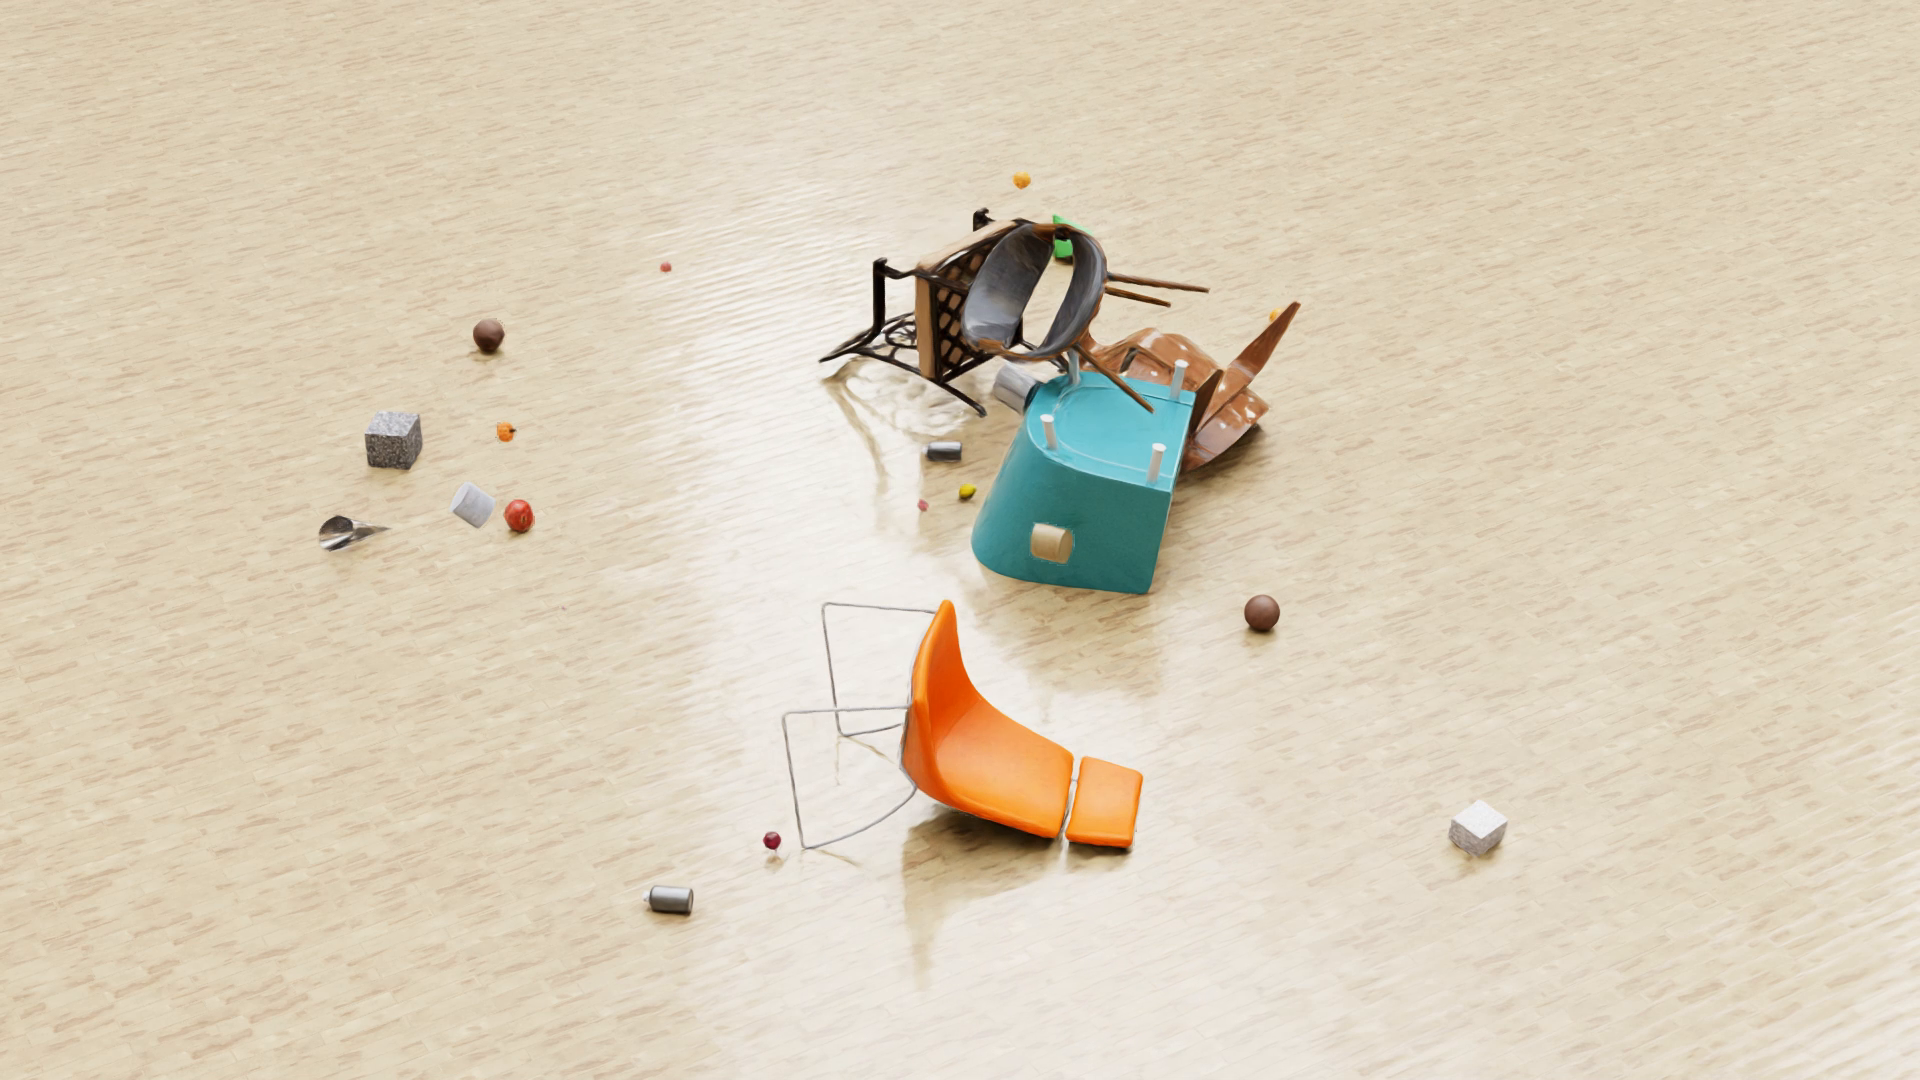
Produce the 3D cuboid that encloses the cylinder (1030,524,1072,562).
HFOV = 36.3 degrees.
[{"bbox_3d":[0.326,0.012,10.464,0.119,0.128,0.095,9,30,29],"label":"cylinder"}]

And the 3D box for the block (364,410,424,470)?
[{"bbox_3d":[-2.201,-0.388,11.396,0.167,0.151,0.170,5,34,7],"label":"block"}]

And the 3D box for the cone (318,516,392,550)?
[{"bbox_3d":[-2.217,-0.034,10.922,0.254,0.123,0.243,-7,-6,-45],"label":"cone"}]

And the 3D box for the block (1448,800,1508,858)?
[{"bbox_3d":[1.667,0.929,9.441,0.141,0.088,0.119,-28,50,-35],"label":"block"}]

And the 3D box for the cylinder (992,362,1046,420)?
[{"bbox_3d":[0.224,-0.564,11.085,0.107,0.159,0.174,-10,34,-43],"label":"cylinder"}]

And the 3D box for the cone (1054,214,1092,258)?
[{"bbox_3d":[0.450,-1.357,12.769,0.198,0.170,0.213,-37,22,-5],"label":"cone"}]

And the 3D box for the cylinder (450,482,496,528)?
[{"bbox_3d":[-1.678,-0.121,10.097,0.067,0.122,0.122,13,70,52],"label":"cylinder"}]
